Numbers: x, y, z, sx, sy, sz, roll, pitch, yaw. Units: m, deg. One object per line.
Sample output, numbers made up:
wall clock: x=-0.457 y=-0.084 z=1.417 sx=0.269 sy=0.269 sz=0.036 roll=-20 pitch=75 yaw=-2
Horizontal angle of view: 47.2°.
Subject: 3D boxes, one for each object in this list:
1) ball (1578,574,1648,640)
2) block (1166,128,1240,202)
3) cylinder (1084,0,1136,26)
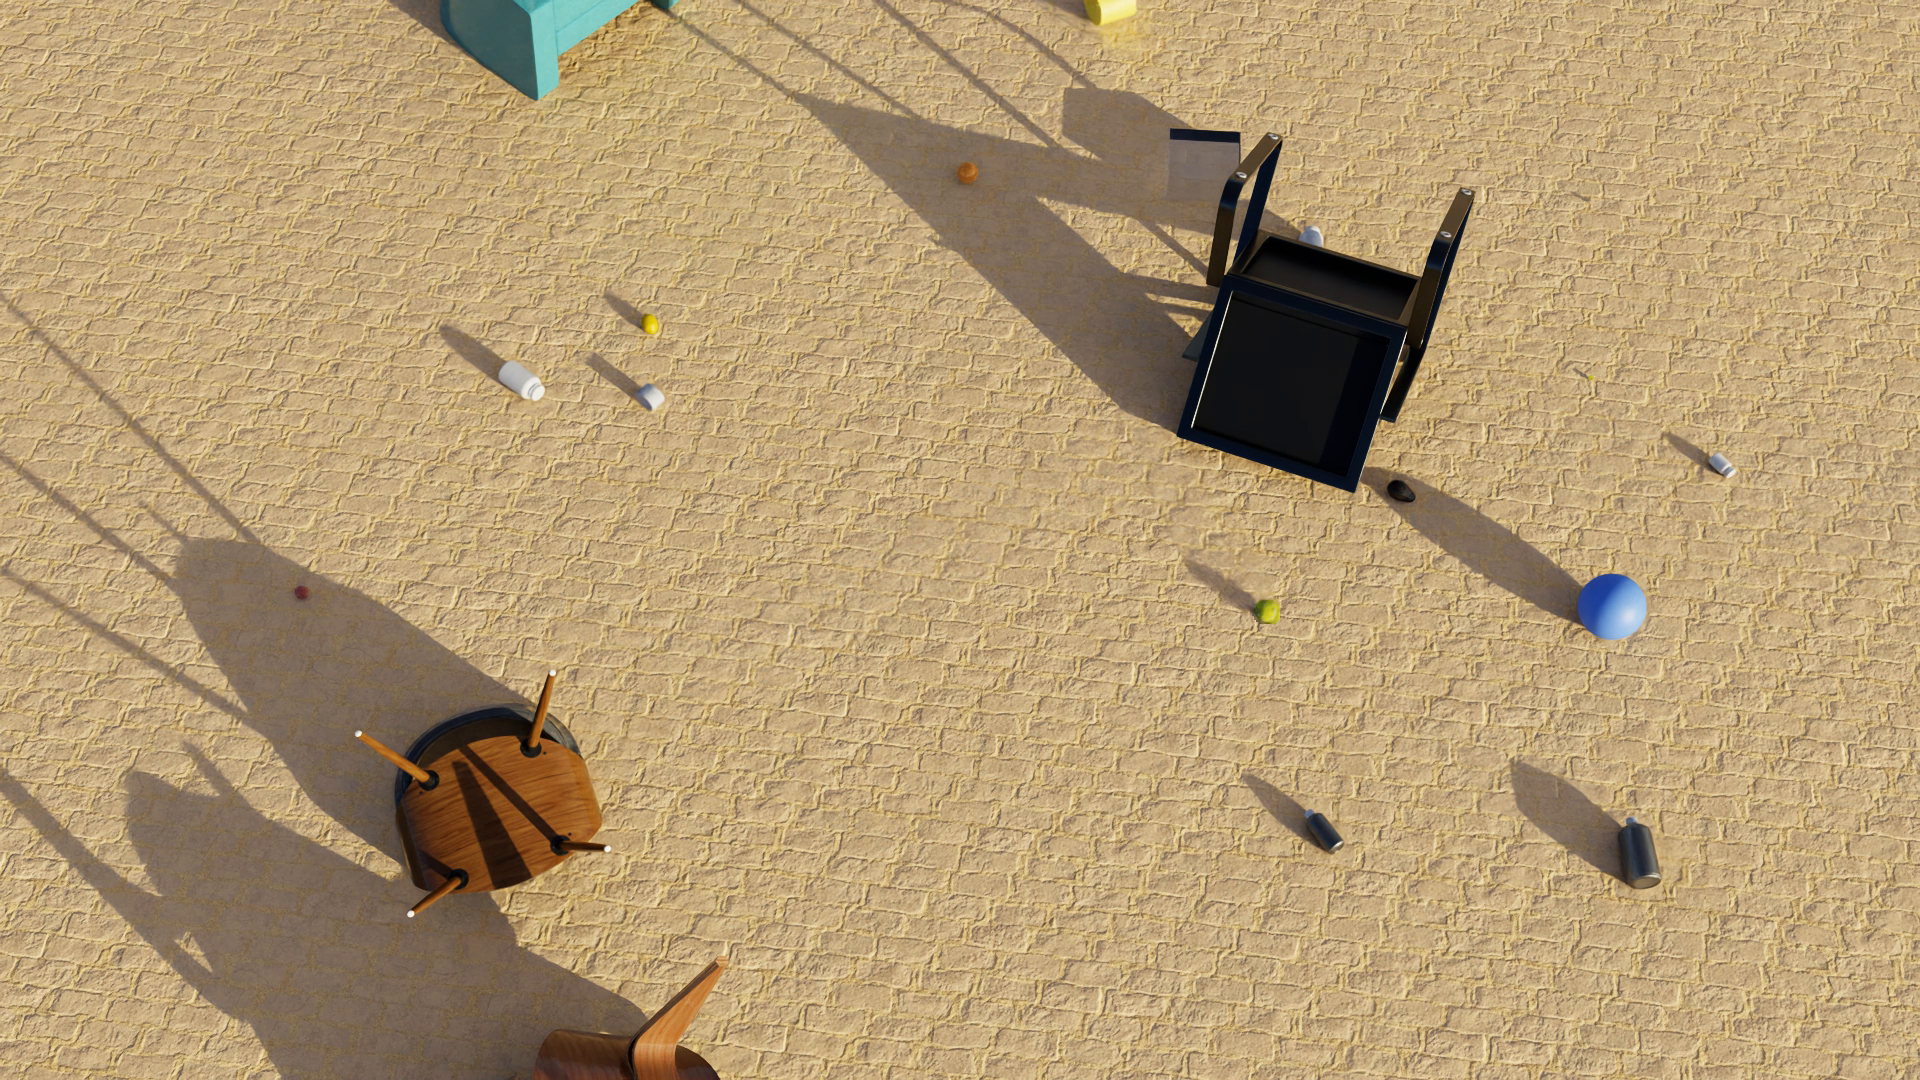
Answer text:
ball: x=1.877 y=0.192 z=6.330 sx=0.192 sy=0.192 sz=0.192 roll=0 pitch=56 yaw=0
block: x=0.814 y=-1.252 z=7.351 sx=0.236 sy=0.105 sz=0.224 roll=3 pitch=56 yaw=2
cylinder: x=0.530 y=-1.902 z=7.769 sx=0.136 sy=0.129 sz=0.147 roll=-20 pitch=28 yaw=-13
